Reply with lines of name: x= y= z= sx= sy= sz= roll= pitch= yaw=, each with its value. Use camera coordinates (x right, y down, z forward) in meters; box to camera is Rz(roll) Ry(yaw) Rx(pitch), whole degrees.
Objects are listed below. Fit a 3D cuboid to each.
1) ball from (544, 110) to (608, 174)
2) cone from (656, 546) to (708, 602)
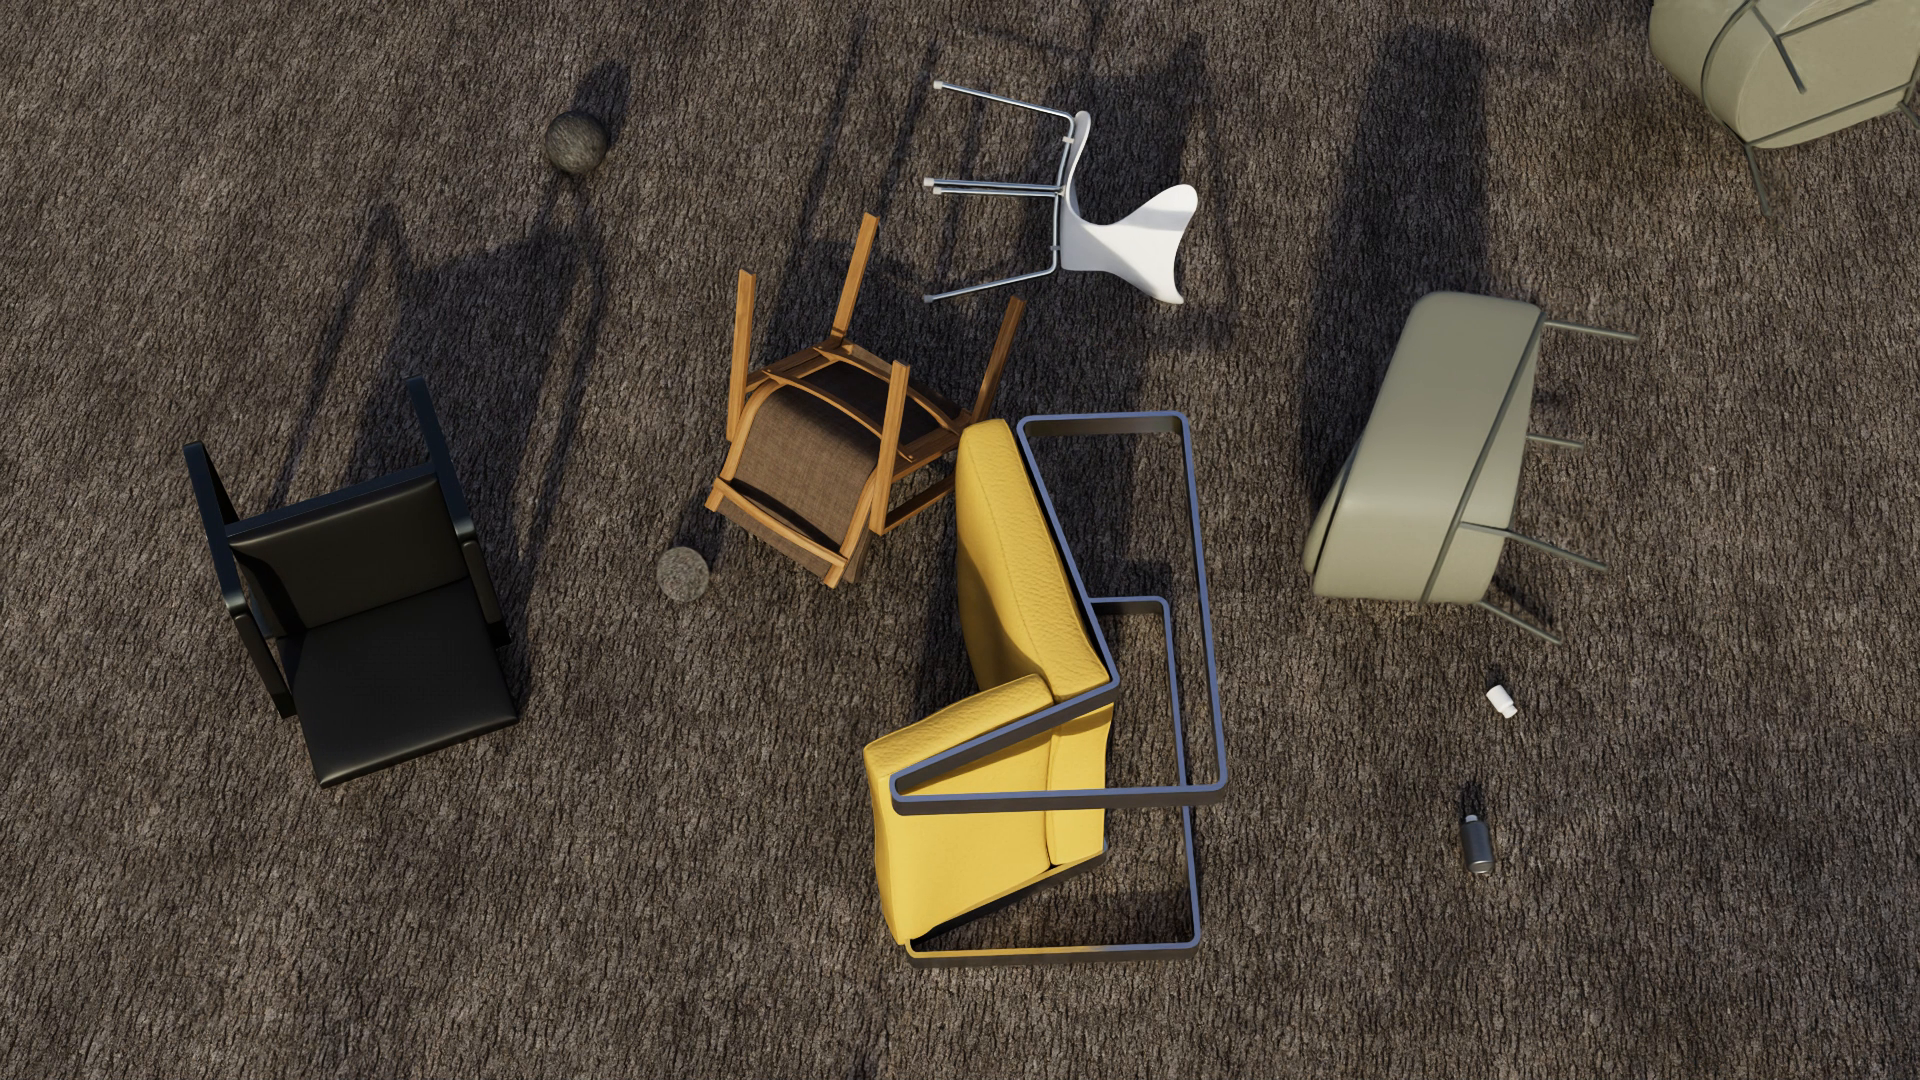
ball: x=-1.280 y=-1.328 z=7.339 sx=0.209 sy=0.209 sz=0.209 roll=0 pitch=56 yaw=0
cone: x=-0.798 y=0.081 z=6.477 sx=0.158 sy=0.173 sz=0.119 roll=20 pitch=22 yaw=4
